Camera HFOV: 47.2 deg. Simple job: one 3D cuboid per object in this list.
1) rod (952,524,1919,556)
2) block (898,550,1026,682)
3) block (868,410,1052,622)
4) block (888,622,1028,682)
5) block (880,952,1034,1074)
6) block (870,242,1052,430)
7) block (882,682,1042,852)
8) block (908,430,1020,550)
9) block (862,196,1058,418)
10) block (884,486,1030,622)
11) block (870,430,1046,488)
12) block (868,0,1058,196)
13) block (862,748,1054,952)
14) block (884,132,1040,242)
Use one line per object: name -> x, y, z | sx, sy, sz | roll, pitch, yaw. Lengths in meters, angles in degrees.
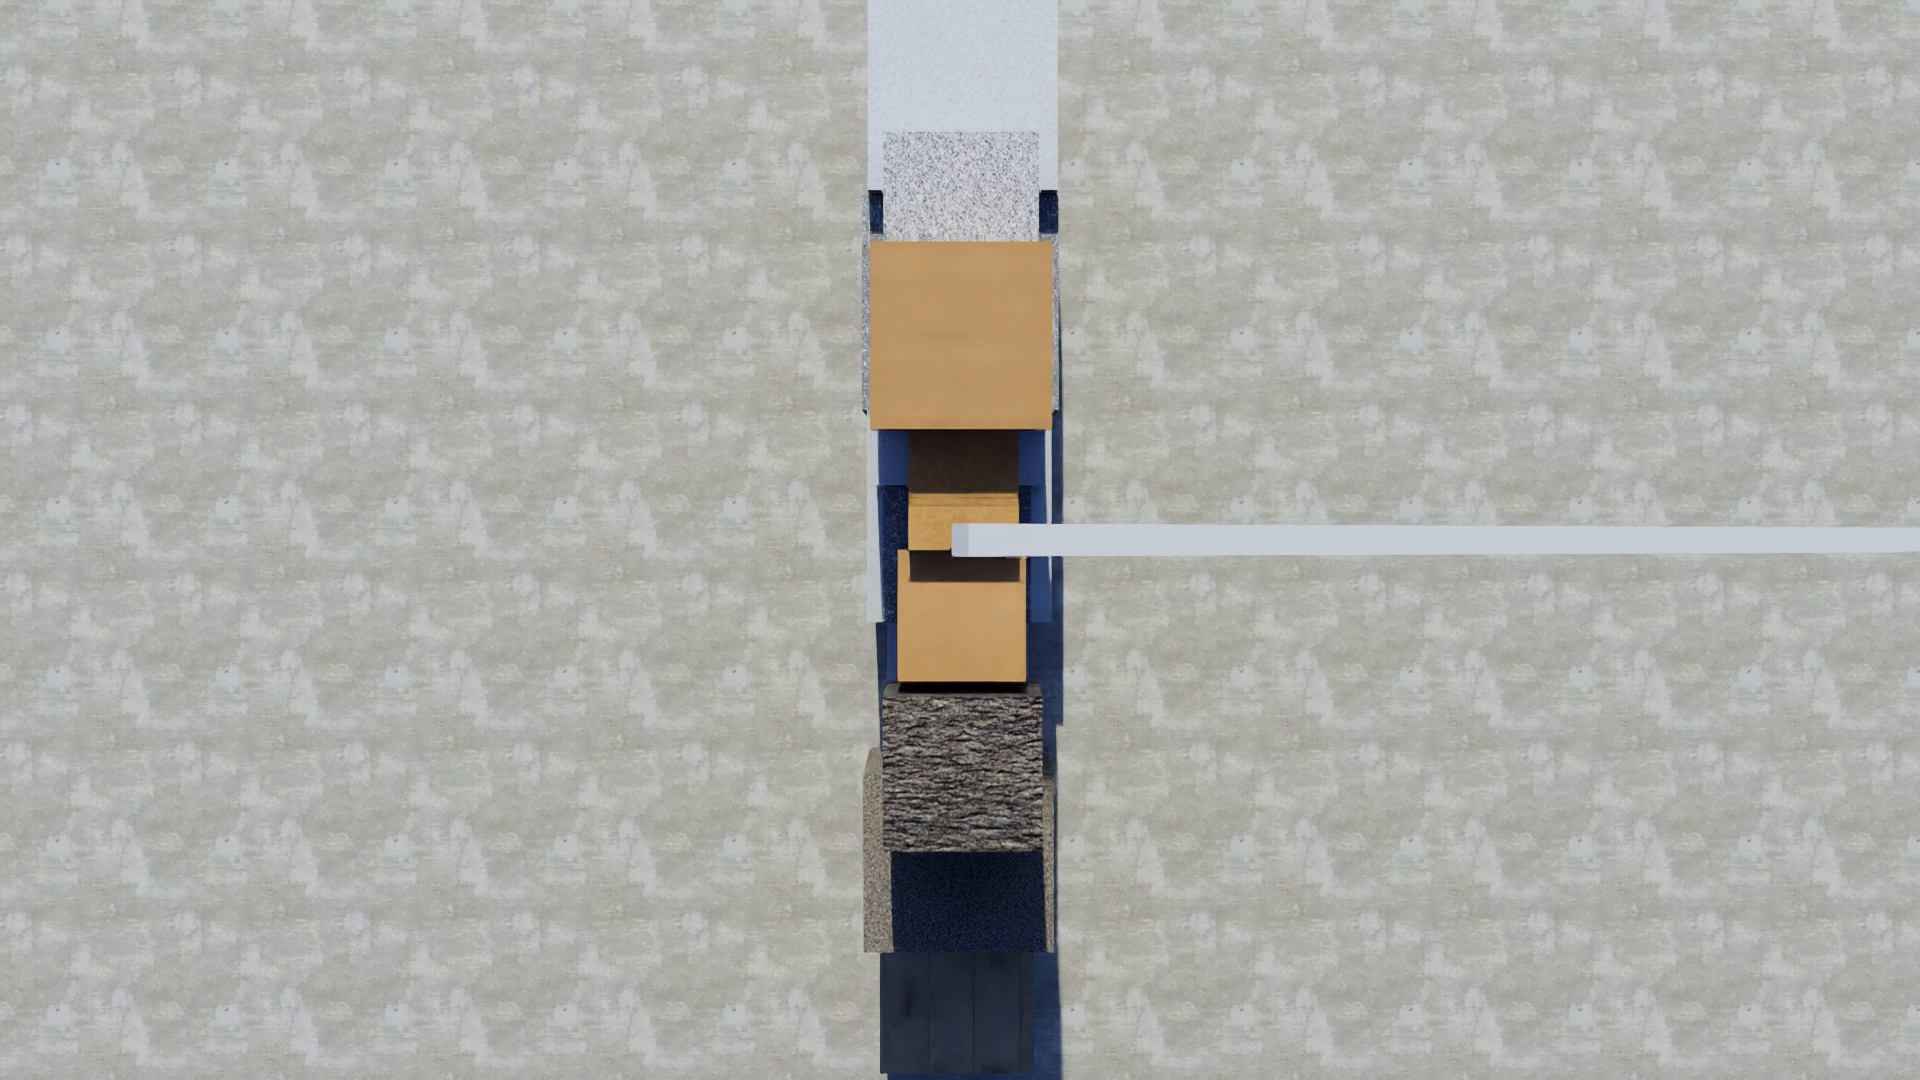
rod -> 2.234, 0.000, 6.686 | 5.200, 0.080, 0.080 | 0, 90, -31
block -> 0.008, 0.378, 10.806 | 0.615, 0.526, 0.636 | 0, 87, 0
block -> -0.004, -0.129, 12.445 | 0.996, 1.109, 1.146 | 0, 90, 0
block -> -0.012, 0.862, 12.542 | 0.776, 0.916, 0.816 | 0, 90, 0
block -> -0.017, 2.515, 12.546 | 0.846, 0.909, 0.837 | 0, 90, 0
block -> 0.005, -0.973, 10.659 | 0.852, 0.754, 0.873 | 0, 93, 0
block -> 0.013, 1.097, 10.765 | 0.758, 0.659, 0.741 | 0, 93, 0
block -> 0.018, -0.247, 10.781 | 0.526, 0.637, 0.575 | 0, 91, 0
block -> 0.002, -1.300, 12.517 | 1.078, 0.967, 1.175 | 0, 90, 0
block -> -0.015, 0.074, 11.514 | 0.750, 0.753, 0.687 | 0, 90, 0
block -> -0.009, -0.714, 11.495 | 0.880, 0.792, 0.873 | 0, 90, 0
block -> 0.015, -2.416, 12.458 | 1.030, 1.084, 1.036 | 0, 90, 0
block -> -0.007, 1.628, 11.683 | 0.976, 0.849, 0.924 | 0, 94, 0
block -> 0.006, -1.606, 11.470 | 0.780, 0.903, 0.896 | 0, 91, 0
